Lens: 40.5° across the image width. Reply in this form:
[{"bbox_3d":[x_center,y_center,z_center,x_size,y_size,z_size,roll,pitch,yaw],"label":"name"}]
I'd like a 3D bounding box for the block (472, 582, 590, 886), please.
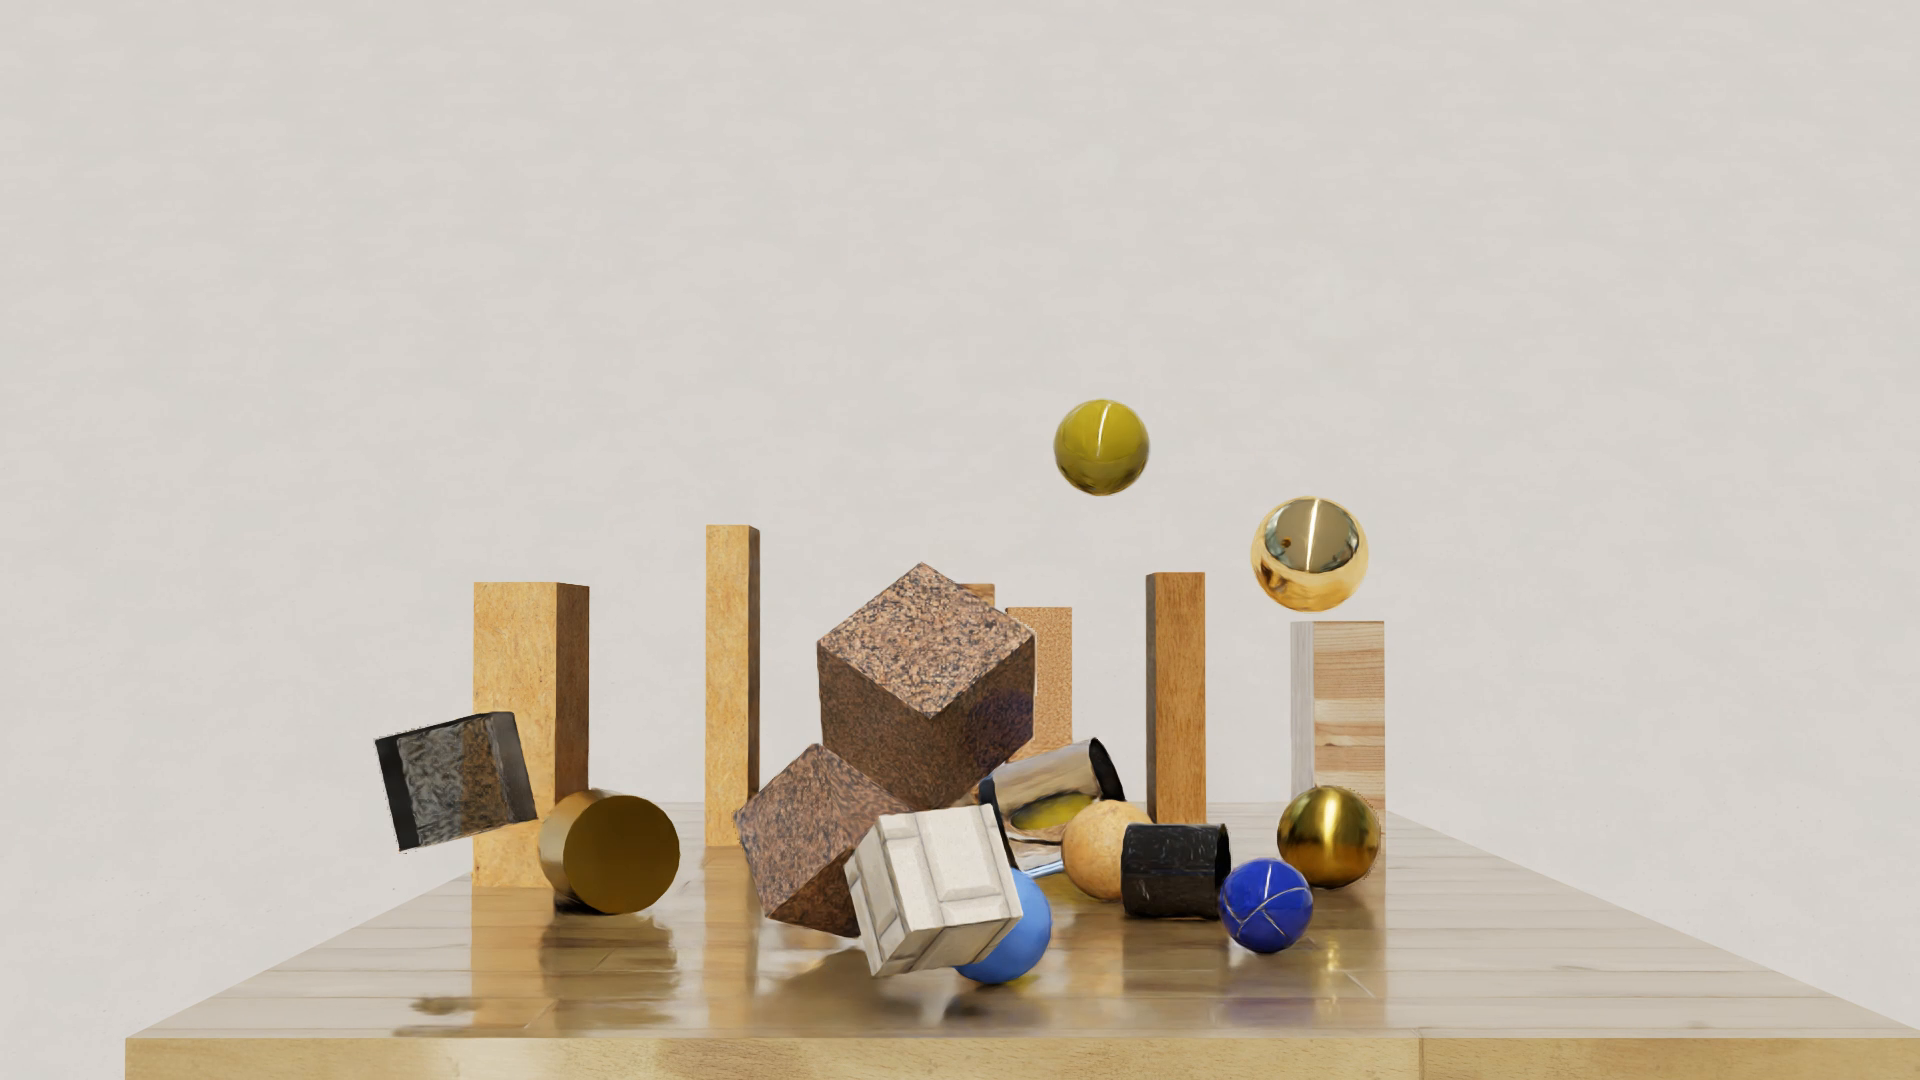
[{"bbox_3d":[-0.788,0.350,4.800,0.147,0.537,0.413,0,-2,0],"label":"block"}]

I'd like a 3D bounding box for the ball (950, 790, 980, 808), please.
[{"bbox_3d":[-0.041,0.548,5.120,0.165,0.165,0.165,0,36,0],"label":"ball"}]

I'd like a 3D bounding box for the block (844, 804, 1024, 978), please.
[{"bbox_3d":[-0.033,0.410,3.041,0.142,0.142,0.142,-4,61,-24],"label":"block"}]

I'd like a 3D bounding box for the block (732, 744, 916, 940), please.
[{"bbox_3d":[-0.179,0.432,3.716,0.179,0.179,0.179,22,35,-44],"label":"block"}]

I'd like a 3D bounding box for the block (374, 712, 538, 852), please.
[{"bbox_3d":[-0.753,0.361,3.900,0.168,0.168,0.168,-14,-5,4],"label":"block"}]

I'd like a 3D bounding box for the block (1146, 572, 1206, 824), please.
[{"bbox_3d":[0.497,0.370,6.001,0.112,0.584,0.310,0,-2,0],"label":"block"}]

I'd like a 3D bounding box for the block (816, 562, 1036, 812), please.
[{"bbox_3d":[-0.042,0.192,3.314,0.194,0.194,0.194,32,53,29],"label":"block"}]

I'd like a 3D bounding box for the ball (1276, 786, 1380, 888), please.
[{"bbox_3d":[0.645,0.520,4.550,0.179,0.179,0.179,0,36,0],"label":"ball"}]

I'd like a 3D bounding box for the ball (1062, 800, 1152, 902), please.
[{"bbox_3d":[0.253,0.519,4.342,0.168,0.168,0.168,0,36,0],"label":"ball"}]

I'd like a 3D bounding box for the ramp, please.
[{"bbox_3d":[0.079,0.671,4.865,2.000,0.100,4.000,0,-2,0],"label":"ramp"}]

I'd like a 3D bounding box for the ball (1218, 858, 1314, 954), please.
[{"bbox_3d":[0.428,0.511,3.636,0.133,0.133,0.133,0,36,0],"label":"ball"}]

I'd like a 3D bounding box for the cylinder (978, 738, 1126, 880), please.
[{"bbox_3d":[0.168,0.479,4.582,0.210,0.210,0.210,-18,33,14],"label":"cylinder"}]

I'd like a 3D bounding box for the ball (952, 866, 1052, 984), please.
[{"bbox_3d":[0.042,0.490,3.322,0.151,0.151,0.151,0,36,0],"label":"ball"}]

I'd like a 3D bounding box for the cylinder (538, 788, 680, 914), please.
[{"bbox_3d":[-0.572,0.503,4.222,0.190,0.190,0.190,-16,4,-21],"label":"cylinder"}]

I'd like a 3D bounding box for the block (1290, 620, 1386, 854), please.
[{"bbox_3d":[0.792,0.407,5.468,0.144,0.472,0.373,0,-2,0],"label":"block"}]

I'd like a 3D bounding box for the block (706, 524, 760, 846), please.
[{"bbox_3d":[-0.491,0.311,5.632,0.090,0.676,0.324,0,-2,0],"label":"block"}]

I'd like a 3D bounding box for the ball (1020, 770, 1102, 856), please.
[{"bbox_3d":[0.205,0.547,5.200,0.172,0.172,0.172,0,36,0],"label":"ball"}]

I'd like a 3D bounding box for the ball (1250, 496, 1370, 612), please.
[{"bbox_3d":[0.426,0.017,3.168,0.143,0.143,0.143,0,36,0],"label":"ball"}]

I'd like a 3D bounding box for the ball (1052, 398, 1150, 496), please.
[{"bbox_3d":[0.161,-0.106,2.951,0.111,0.111,0.111,0,36,0],"label":"ball"}]

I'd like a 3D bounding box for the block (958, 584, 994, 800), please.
[{"bbox_3d":[0.032,0.377,5.737,0.082,0.552,0.318,0,-2,0],"label":"block"}]

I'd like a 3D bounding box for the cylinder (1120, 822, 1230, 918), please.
[{"bbox_3d":[0.339,0.518,4.075,0.147,0.147,0.147,0,35,15],"label":"cylinder"}]

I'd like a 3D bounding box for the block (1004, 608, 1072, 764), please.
[{"bbox_3d":[0.171,0.402,5.752,0.136,0.502,0.439,0,-2,0],"label":"block"}]
